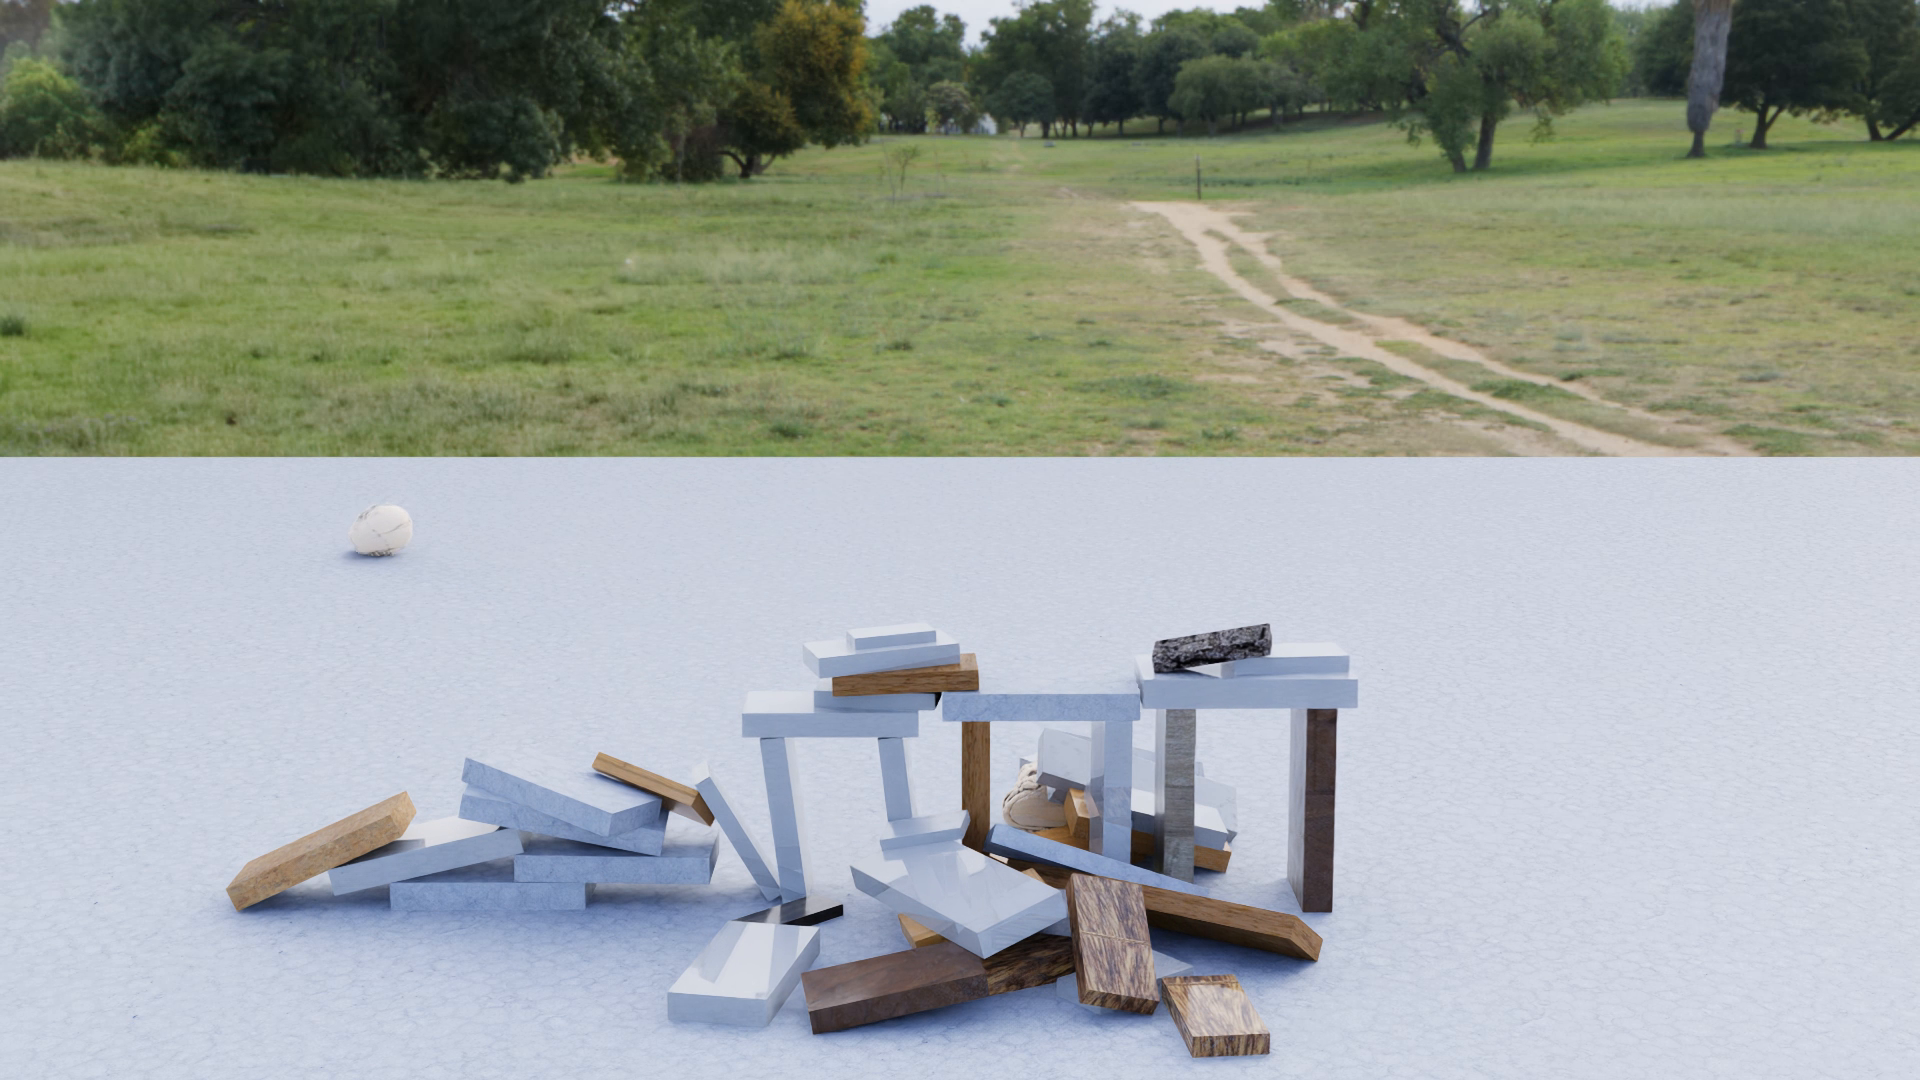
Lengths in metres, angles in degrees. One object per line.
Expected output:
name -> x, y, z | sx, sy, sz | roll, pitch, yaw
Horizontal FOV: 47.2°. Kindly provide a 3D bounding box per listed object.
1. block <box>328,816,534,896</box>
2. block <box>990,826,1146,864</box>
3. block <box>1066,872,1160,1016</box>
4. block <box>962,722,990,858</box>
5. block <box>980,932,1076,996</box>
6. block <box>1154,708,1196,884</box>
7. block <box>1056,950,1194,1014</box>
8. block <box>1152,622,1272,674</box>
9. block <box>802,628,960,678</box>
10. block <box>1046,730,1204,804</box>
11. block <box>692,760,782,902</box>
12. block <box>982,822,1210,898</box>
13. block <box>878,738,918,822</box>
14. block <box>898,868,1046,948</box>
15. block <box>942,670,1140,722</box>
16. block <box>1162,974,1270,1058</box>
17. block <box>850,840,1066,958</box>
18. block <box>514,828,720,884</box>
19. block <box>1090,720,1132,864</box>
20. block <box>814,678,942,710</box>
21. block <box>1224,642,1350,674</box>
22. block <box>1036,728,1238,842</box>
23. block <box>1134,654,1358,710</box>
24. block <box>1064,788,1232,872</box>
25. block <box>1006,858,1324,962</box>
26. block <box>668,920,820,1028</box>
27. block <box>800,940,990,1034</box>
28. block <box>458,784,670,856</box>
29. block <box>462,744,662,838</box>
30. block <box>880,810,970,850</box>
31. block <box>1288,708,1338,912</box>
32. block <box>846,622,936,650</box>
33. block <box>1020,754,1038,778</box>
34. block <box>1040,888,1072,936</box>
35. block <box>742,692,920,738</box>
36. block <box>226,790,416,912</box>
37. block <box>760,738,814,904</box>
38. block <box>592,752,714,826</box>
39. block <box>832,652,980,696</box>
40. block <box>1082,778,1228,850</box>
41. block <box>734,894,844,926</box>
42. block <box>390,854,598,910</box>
block -> -0.872, 0.509, 3.659 | 0.318, 0.045, 0.159 | -13, 10, 1
block -> 0.170, 0.543, 3.813 | 0.275, 0.039, 0.138 | -7, 13, -33
block -> 0.222, 0.591, 3.229 | 0.111, 0.031, 0.222 | 12, 37, -13
block -> 0.026, 0.433, 3.640 | 0.045, 0.319, 0.159 | 0, 11, 0
block -> 0.095, 0.630, 3.339 | 0.294, 0.042, 0.147 | -6, 12, -28
block -> 0.354, 0.422, 3.635 | 0.049, 0.343, 0.171 | 0, 11, 0
block -> 0.245, 0.653, 3.257 | 0.189, 0.027, 0.095 | -8, 13, -38
block -> 0.409, 0.175, 3.569 | 0.189, 0.027, 0.095 | -10, 12, 12
block -> -0.130, 0.185, 3.603 | 0.236, 0.033, 0.118 | -5, 11, -16
block -> 0.301, 0.437, 3.974 | 0.301, 0.039, 0.138 | 14, 42, -16
block -> -0.369, 0.482, 3.649 | 0.028, 0.237, 0.099 | -31, 14, -3
block -> 0.215, 0.527, 3.513 | 0.354, 0.031, 0.111 | 18, -16, -1
block -> -0.096, 0.447, 3.650 | 0.040, 0.285, 0.143 | -6, 10, 2
block -> 0.026, 0.567, 3.339 | 0.222, 0.031, 0.111 | -17, 16, -11
block -> 0.130, 0.254, 3.607 | 0.319, 0.045, 0.159 | 0, 11, -1
block -> 0.361, 0.675, 3.127 | 0.108, 0.031, 0.216 | -1, 11, -6
block -> -0.009, 0.533, 3.352 | 0.147, 0.042, 0.401 | -22, 17, -26
block -> -0.568, 0.523, 3.662 | 0.318, 0.045, 0.159 | 1, 11, -1
block -> 0.248, 0.433, 3.639 | 0.045, 0.319, 0.159 | -1, 11, -4
block -> -0.134, 0.251, 3.616 | 0.199, 0.028, 0.099 | 1, 11, 6
block -> 0.530, 0.193, 3.589 | 0.189, 0.027, 0.095 | -1, 11, -6
block -> 0.318, 0.438, 3.926 | 0.375, 0.031, 0.108 | 18, 40, -11
block -> 0.463, 0.230, 3.594 | 0.343, 0.049, 0.171 | 0, 11, -1
block -> 0.323, 0.503, 3.818 | 0.275, 0.039, 0.138 | 14, 13, -7
block -> 0.313, 0.578, 3.455 | 0.501, 0.036, 0.128 | 7, -21, 32
block -> -0.317, 0.642, 3.273 | 0.147, 0.042, 0.294 | 2, 11, 11
block -> -0.095, 0.640, 3.167 | 0.256, 0.036, 0.128 | -11, 15, -7
block -> -0.650, 0.449, 3.637 | 0.330, 0.042, 0.147 | 12, 10, -6
block -> -0.654, 0.409, 3.612 | 0.293, 0.042, 0.147 | 17, 11, 23
block -> -0.056, 0.464, 3.520 | 0.136, 0.019, 0.068 | -10, 16, 14
block -> 0.581, 0.422, 3.634 | 0.049, 0.343, 0.171 | 0, 11, 0
block -> -0.113, 0.157, 3.606 | 0.136, 0.019, 0.068 | -5, 11, -15
block -> 0.229, 0.455, 4.313 | 0.108, 0.031, 0.216 | -9, 14, -40
block -> 0.133, 0.574, 3.411 | 0.256, 0.036, 0.128 | -1, 4, 37
block -> -0.209, 0.286, 3.618 | 0.285, 0.040, 0.143 | 0, 11, 0
block -> -1.055, 0.513, 3.643 | 0.293, 0.042, 0.147 | -24, 10, 0
block -> -0.287, 0.447, 3.647 | 0.040, 0.285, 0.143 | -7, 10, 1
block -> -0.508, 0.415, 3.660 | 0.199, 0.028, 0.099 | 18, -21, 22
block -> -0.090, 0.220, 3.592 | 0.236, 0.033, 0.118 | -3, 11, -2
block -> 0.336, 0.473, 3.795 | 0.236, 0.033, 0.118 | 14, 13, -7
block -> -0.276, 0.606, 3.529 | 0.178, 0.019, 0.068 | -10, 15, -44
block -> -0.772, 0.567, 3.669 | 0.318, 0.045, 0.159 | 0, 11, 0
